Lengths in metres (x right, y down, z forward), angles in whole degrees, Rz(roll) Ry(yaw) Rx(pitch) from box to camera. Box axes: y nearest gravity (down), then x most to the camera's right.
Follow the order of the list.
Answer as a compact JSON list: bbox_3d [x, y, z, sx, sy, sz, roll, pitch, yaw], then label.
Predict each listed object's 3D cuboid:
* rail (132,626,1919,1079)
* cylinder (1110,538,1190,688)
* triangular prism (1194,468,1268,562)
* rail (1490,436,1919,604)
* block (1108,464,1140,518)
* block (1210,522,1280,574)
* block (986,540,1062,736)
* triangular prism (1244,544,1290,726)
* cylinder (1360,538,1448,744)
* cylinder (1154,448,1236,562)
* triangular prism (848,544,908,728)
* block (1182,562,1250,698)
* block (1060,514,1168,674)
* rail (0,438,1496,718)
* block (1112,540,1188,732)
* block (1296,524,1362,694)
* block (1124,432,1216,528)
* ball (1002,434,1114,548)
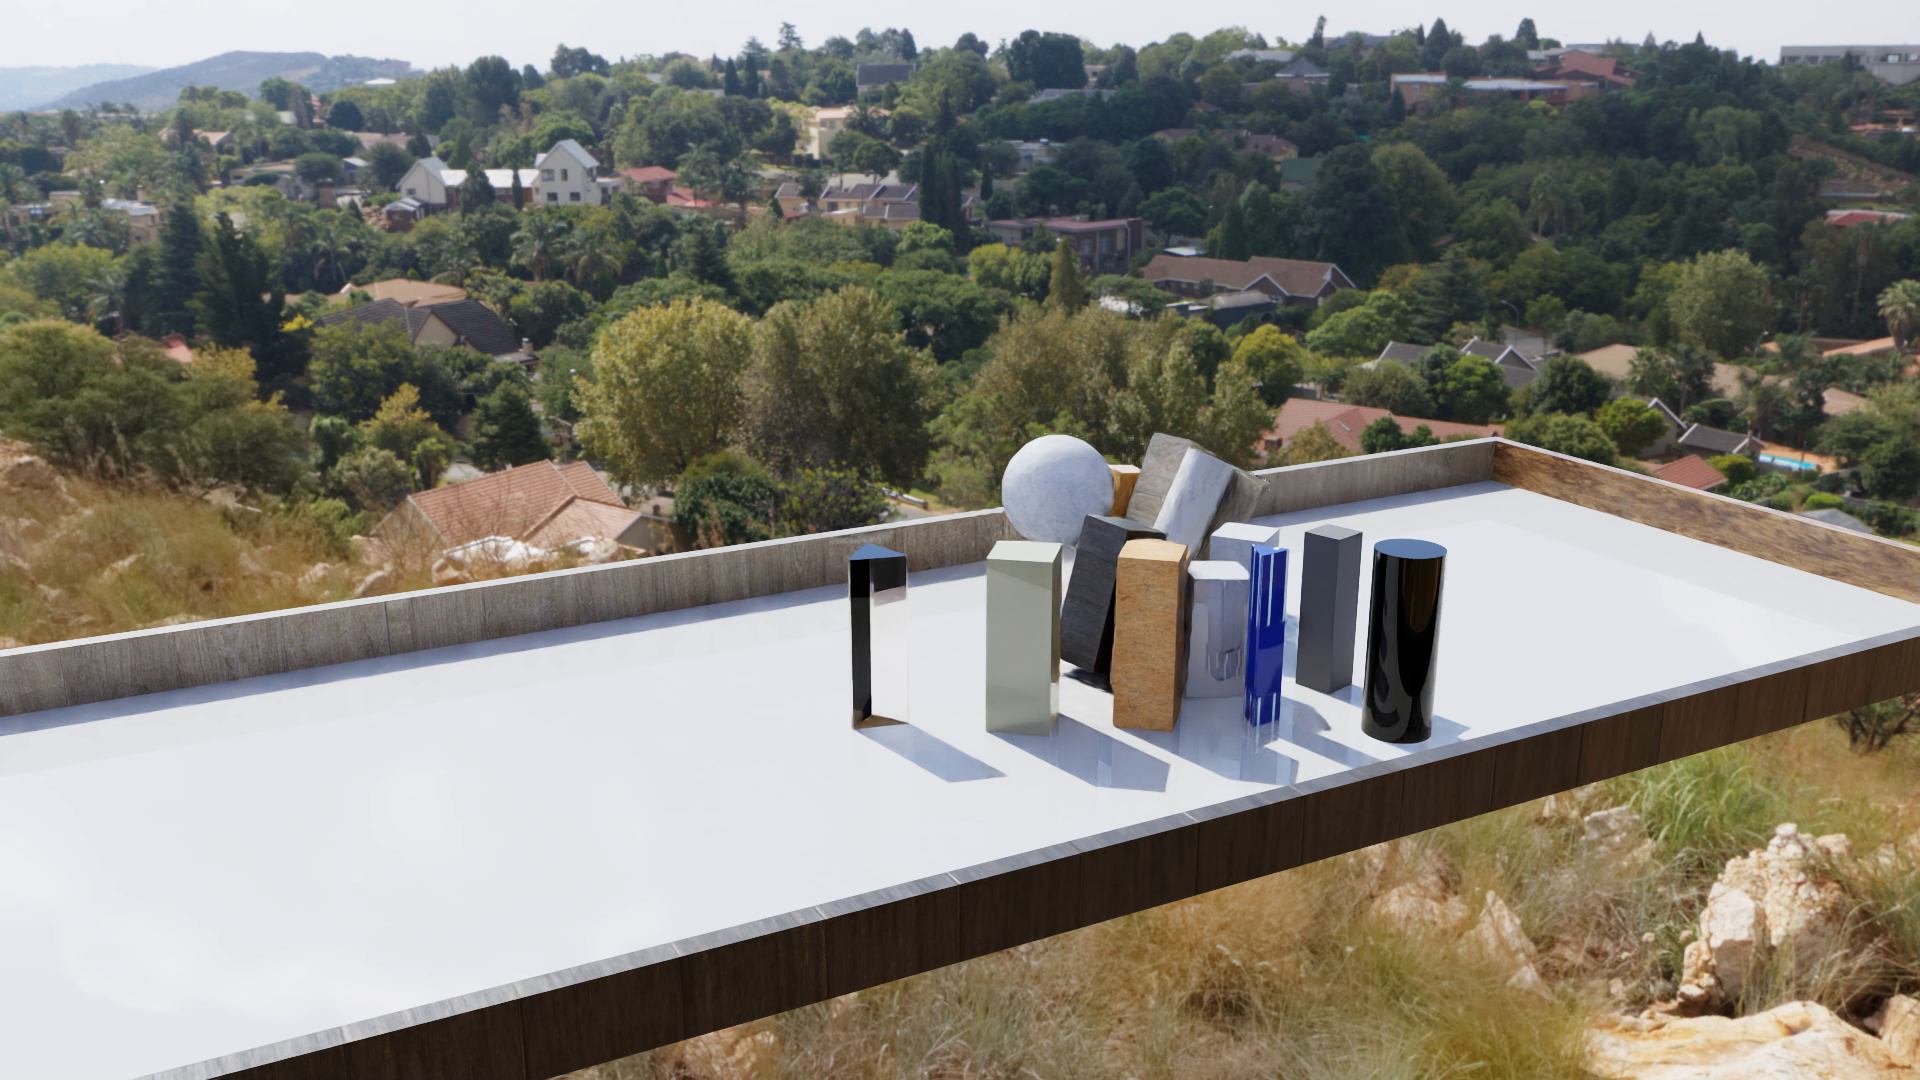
[{"bbox_3d":[-2.336,1.006,1.665,12.000,0.150,0.050,-9,18,-27],"label":"rail"},{"bbox_3d":[0.464,0.192,4.042,0.161,0.358,0.161,4,20,-1],"label":"cylinder"},{"bbox_3d":[0.704,-0.009,4.620,0.114,0.404,0.132,32,11,10],"label":"triangular prism"},{"bbox_3d":[2.466,-0.048,5.253,0.050,0.150,2.100,-9,18,-27],"label":"rail"},{"bbox_3d":[0.468,-0.044,4.876,0.106,0.341,0.106,1,15,-27],"label":"block"},{"bbox_3d":[0.750,0.127,4.376,0.143,0.309,0.143,8,18,25],"label":"block"},{"bbox_3d":[0.148,0.227,3.835,0.151,0.421,0.151,3,17,11],"label":"block"},{"bbox_3d":[0.701,0.221,3.859,0.087,0.420,0.075,-11,20,-33],"label":"triangular prism"},{"bbox_3d":[1.016,0.231,3.783,0.161,0.443,0.161,0,16,0],"label":"cylinder"},{"bbox_3d":[0.606,-0.021,4.569,0.142,0.455,0.142,23,5,-2],"label":"cylinder"},{"bbox_3d":[-0.202,0.222,3.866,0.137,0.413,0.118,-4,17,-14],"label":"triangular prism"},{"bbox_3d":[0.620,0.219,4.067,0.149,0.301,0.149,0,16,-9],"label":"block"},{"bbox_3d":[0.377,0.138,4.170,0.149,0.371,0.149,5,12,-42],"label":"block"},{"bbox_3d":[-3.305,0.497,3.399,12.000,0.150,0.050,-9,18,-27],"label":"rail"},{"bbox_3d":[0.444,0.224,3.856,0.140,0.416,0.140,4,17,15],"label":"block"},{"bbox_3d":[0.911,0.170,4.075,0.100,0.396,0.100,-15,22,-42],"label":"block"},{"bbox_3d":[0.576,-0.069,4.759,0.137,0.449,0.137,18,-3,41],"label":"block"},{"bbox_3d":[0.283,-0.141,4.766,0.328,0.328,0.328,0,16,0],"label":"ball"}]
